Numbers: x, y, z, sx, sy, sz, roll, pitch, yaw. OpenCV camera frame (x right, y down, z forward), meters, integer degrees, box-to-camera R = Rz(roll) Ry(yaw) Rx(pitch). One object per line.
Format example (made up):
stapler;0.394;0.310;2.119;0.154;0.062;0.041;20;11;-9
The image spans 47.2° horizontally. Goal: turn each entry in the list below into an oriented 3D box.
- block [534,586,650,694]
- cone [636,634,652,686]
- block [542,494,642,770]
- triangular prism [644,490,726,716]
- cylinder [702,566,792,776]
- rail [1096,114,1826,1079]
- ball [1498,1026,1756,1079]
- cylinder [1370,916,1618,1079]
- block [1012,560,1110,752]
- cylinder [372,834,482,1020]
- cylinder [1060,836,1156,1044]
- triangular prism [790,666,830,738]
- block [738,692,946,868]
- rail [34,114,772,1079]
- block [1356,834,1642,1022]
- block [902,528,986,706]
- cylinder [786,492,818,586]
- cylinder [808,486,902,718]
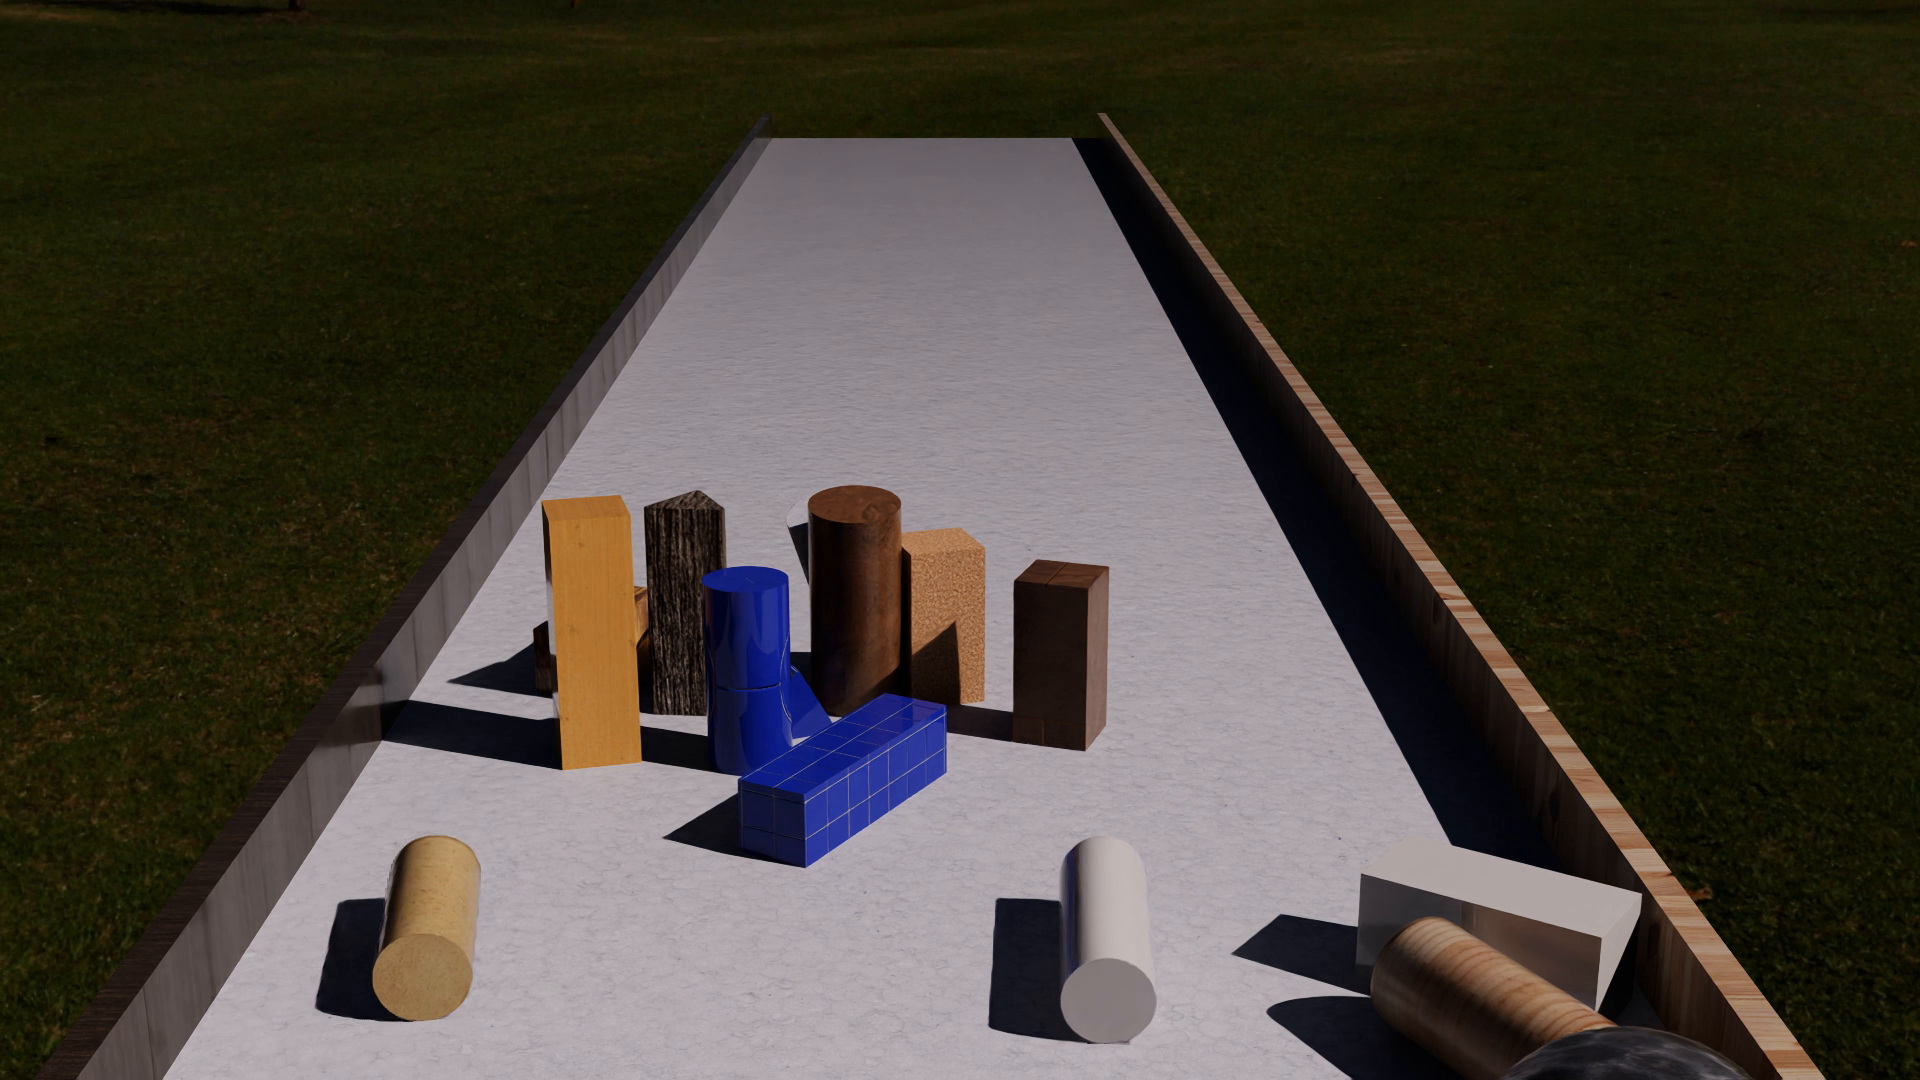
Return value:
block;-0.709;0.196;4.343;0.128;0.128;0.306;5;17;17
cone;-0.610;0.239;4.306;0.135;0.135;0.345;9;30;27
block;-0.650;0.162;3.882;0.139;0.455;0.139;-5;17;-15
triangular prism;-0.498;0.117;4.127;0.147;0.402;0.128;1;16;5
cylinder;-0.372;0.229;3.862;0.150;0.338;0.150;0;17;0
rail;0.932;-0.844;7.801;0.050;0.150;12.000;0;17;-1
ball;0.698;0.689;2.275;0.363;0.363;0.363;0;17;0
cylinder;0.711;0.635;2.806;0.163;0.163;0.396;-8;19;-26
block;0.183;0.208;3.988;0.137;0.308;0.137;6;17;18
cylinder;-0.759;0.549;3.148;0.133;0.133;0.326;-3;17;-9
cylinder;0.207;0.560;3.120;0.128;0.128;0.391;1;17;2
triangular prism;-0.358;0.259;4.125;0.145;0.125;0.305;-7;18;-24
block;-0.189;0.394;3.679;0.126;0.126;0.450;9;19;28
rail;-1.118;-0.838;7.780;0.050;0.150;12.000;0;17;-1
block;0.751;0.554;3.079;0.345;0.161;0.161;11;20;33
block;-0.045;0.148;4.192;0.146;0.305;0.146;-5;17;-18
cylinder;-0.223;0.086;4.270;0.135;0.356;0.135;-11;35;8
cylinder;-0.195;0.115;4.101;0.172;0.400;0.172;1;25;0
